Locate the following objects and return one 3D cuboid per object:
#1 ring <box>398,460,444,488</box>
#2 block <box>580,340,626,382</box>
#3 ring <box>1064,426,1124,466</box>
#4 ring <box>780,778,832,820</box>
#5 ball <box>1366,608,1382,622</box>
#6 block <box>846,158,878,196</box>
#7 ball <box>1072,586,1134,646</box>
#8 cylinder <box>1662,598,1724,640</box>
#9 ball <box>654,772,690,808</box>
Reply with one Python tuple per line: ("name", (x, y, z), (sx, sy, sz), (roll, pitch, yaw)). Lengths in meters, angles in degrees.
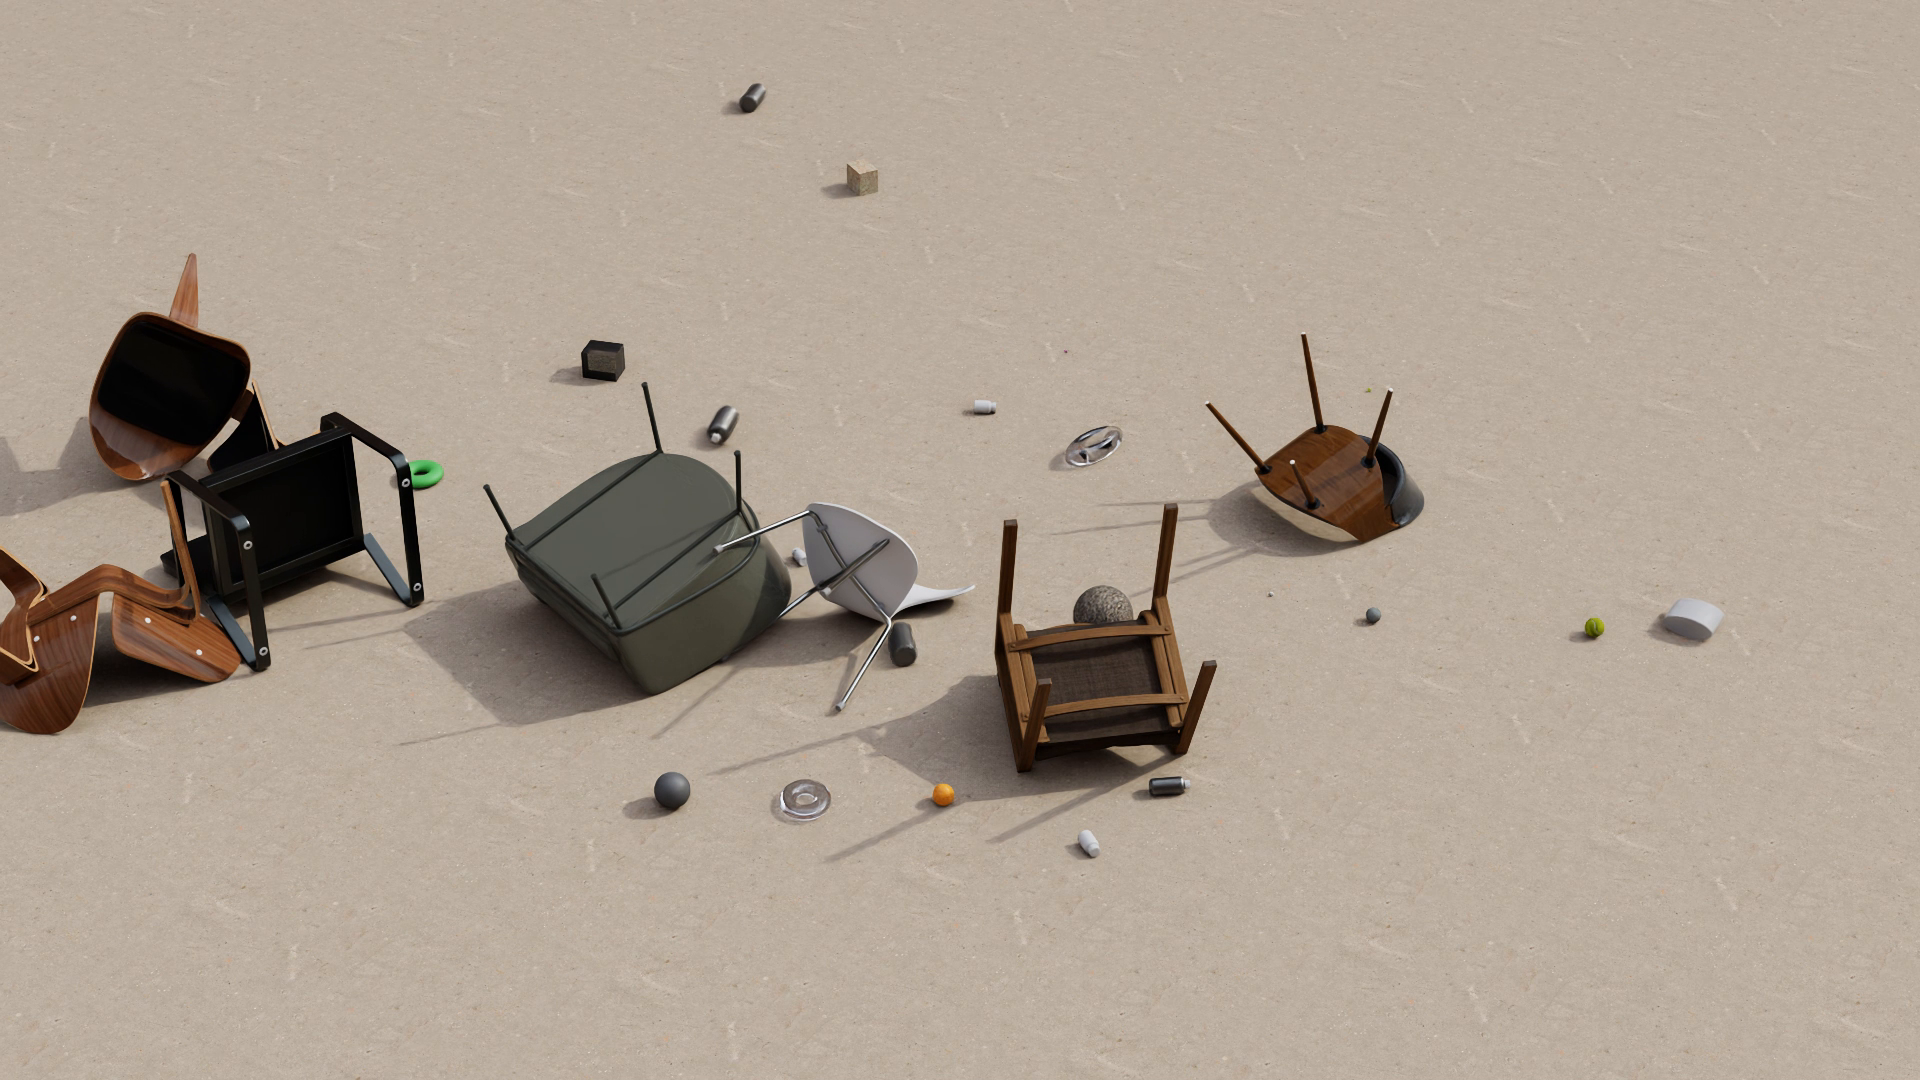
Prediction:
("ring", (-2.077, -0.254, 11.291), (0.176, 0.044, 0.177), (-16, 36, -21))
("block", (-1.453, -0.730, 11.947), (0.143, 0.117, 0.111), (8, 34, 12))
("ring", (0.523, -0.368, 11.437), (0.139, 0.074, 0.308), (27, 41, 37))
("ring", (-0.507, 0.851, 9.618), (0.173, 0.039, 0.206), (0, 33, -1))
("ball", (1.479, 0.268, 10.488), (0.055, 0.055, 0.055), (0, 33, 0))
("block", (-0.444, -1.651, 13.348), (0.092, 0.113, 0.130), (-17, 37, -24))
("ball", (0.505, 0.266, 10.346), (0.214, 0.214, 0.214), (0, 33, 0))
("cylinder", (2.613, 0.281, 10.445), (0.183, 0.081, 0.131), (17, 37, 27))
("ball", (-0.942, 0.818, 9.593), (0.120, 0.120, 0.120), (0, 33, 0))
